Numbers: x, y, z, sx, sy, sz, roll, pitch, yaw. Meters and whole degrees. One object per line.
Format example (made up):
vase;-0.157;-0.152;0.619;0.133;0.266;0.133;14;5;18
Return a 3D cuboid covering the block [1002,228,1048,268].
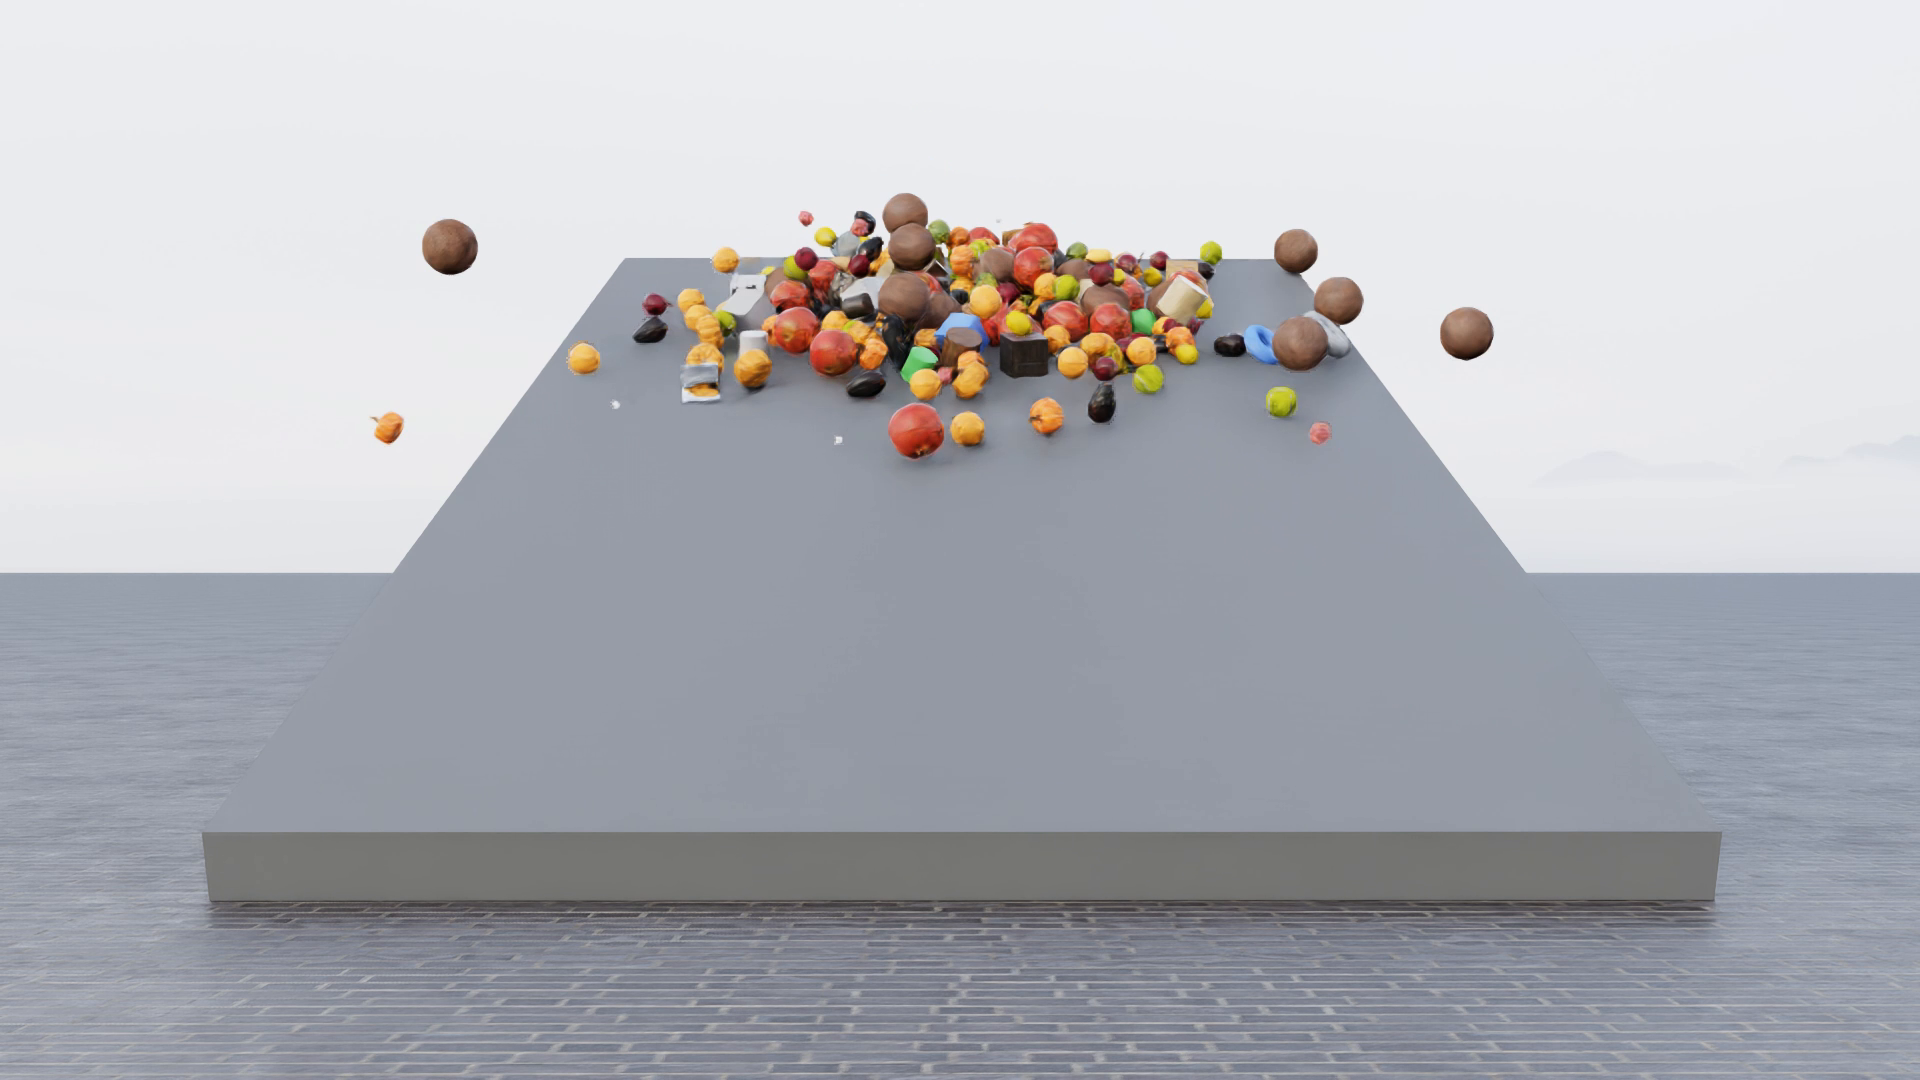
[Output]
block;0.193;-0.869;6.648;0.096;0.096;0.096;-15;23;-39

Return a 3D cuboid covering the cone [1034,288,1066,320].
cone;0.240;-0.632;5.939;0.083;0.083;0.083;0;18;0

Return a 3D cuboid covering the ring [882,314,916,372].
ring;-0.144;-0.471;5.342;0.049;0.147;0.147;-18;-5;12

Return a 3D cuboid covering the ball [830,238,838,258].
ball;-0.358;-0.884;6.763;0.069;0.069;0.069;0;-1;0

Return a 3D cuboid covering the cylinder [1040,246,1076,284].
cylinder;0.273;-0.780;6.341;0.077;0.077;0.077;1;41;-48

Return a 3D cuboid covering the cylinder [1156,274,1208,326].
cylinder;0.493;-0.530;4.953;0.082;0.082;0.082;33;16;-11

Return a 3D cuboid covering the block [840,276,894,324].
block;-0.234;-0.614;5.722;0.086;0.086;0.086;-32;-11;39

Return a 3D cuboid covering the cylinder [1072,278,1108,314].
cylinder;0.337;-0.634;5.814;0.074;0.074;0.074;18;0;0

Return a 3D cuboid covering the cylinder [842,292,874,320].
cylinder;-0.256;-0.586;5.608;0.057;0.057;0.057;-13;-6;27

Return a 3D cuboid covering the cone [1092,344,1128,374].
cone;0.348;-0.418;5.353;0.080;0.080;0.080;-24;-9;19

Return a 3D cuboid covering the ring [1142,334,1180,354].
ring;0.502;-0.489;5.581;0.098;0.033;0.098;1;19;0

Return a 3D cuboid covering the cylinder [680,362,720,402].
cylinder;-0.592;-0.358;5.082;0.085;0.085;0.085;-3;0;-7

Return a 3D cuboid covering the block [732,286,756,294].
block;-0.565;-0.625;5.895;0.060;0.060;0.060;-5;-46;12

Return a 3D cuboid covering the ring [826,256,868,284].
ring;-0.311;-0.729;6.179;0.134;0.045;0.134;22;-33;15

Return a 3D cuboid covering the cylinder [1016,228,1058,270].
cylinder;0.213;-0.812;6.228;0.085;0.085;0.085;-33;13;9

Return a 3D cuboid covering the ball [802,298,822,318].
ball;-0.393;-0.617;5.935;0.054;0.054;0.054;0;-1;0

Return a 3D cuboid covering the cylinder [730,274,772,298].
cylinder;-0.564;-0.671;6.034;0.093;0.093;0.093;1;-1;6

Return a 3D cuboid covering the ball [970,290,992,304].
ball;0.047;-0.622;5.914;0.074;0.074;0.074;0;-1;0

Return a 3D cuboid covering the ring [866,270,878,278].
ring;-0.246;-0.754;6.405;0.078;0.026;0.078;3;19;-1

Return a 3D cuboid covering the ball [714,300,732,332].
ball;-0.594;-0.577;5.768;0.081;0.081;0.081;0;-1;0

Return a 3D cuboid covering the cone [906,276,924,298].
cone;-0.115;-0.691;6.191;0.067;0.067;0.067;0;-7;29

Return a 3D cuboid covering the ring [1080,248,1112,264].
ring;0.406;-0.849;6.688;0.101;0.034;0.101;-1;17;0

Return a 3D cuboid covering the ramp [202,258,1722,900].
ramp;-0.003;-0.186;4.859;2.000;0.100;4.000;0;18;0

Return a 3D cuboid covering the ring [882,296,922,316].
ring;-0.146;-0.587;5.618;0.108;0.036;0.108;-13;7;2

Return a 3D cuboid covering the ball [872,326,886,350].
ball;-0.191;-0.505;5.589;0.056;0.056;0.056;0;-1;0

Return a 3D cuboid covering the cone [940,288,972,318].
cone;-0.029;-0.622;5.843;0.093;0.093;0.093;0;-7;27

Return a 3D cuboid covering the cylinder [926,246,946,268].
cylinder;-0.074;-0.800;6.361;0.059;0.059;0.059;-12;1;0

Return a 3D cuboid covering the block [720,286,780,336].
block;-0.535;-0.576;5.692;0.090;0.090;0.090;14;-33;37

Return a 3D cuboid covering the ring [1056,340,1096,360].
ring;0.283;-0.464;5.468;0.097;0.032;0.097;-12;0;0

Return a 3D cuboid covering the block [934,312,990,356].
block;0.005;-0.489;5.415;0.082;0.082;0.082;11;-38;39

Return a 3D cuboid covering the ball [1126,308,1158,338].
ball;0.463;-0.550;5.687;0.077;0.077;0.077;0;-1;0

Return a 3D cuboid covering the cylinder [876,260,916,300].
cylinder;-0.176;-0.711;6.106;0.080;0.080;0.080;32;-18;-31

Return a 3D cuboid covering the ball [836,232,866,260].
ball;-0.326;-0.875;6.670;0.091;0.091;0.091;0;-1;0

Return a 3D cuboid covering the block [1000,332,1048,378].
block;0.153;-0.443;5.346;0.089;0.089;0.089;-6;19;-17

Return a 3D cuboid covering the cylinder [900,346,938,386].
cylinder;-0.096;-0.407;5.232;0.066;0.066;0.066;19;33;-13

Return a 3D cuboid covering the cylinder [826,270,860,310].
cylinder;-0.296;-0.657;5.948;0.094;0.094;0.094;17;-4;-12

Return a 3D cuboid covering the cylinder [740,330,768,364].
cylinder;-0.504;-0.470;5.455;0.069;0.069;0.069;1;19;0

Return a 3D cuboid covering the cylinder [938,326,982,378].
cylinder;0.001;-0.447;5.316;0.088;0.088;0.088;10;36;-8

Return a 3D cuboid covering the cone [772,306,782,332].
cone;-0.503;-0.575;5.772;0.071;0.071;0.071;9;2;14

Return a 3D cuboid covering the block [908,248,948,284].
block;-0.090;-0.752;6.207;0.067;0.067;0.067;53;9;36

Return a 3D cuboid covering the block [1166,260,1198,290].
block;0.616;-0.728;6.229;0.087;0.087;0.087;2;18;5

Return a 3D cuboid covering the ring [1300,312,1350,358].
ring;0.886;-0.498;5.421;0.048;0.144;0.144;-48;-23;21

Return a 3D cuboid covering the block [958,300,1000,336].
block;0.049;-0.566;5.744;0.076;0.076;0.076;17;25;41

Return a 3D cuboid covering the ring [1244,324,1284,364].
ring;0.741;-0.476;5.454;0.116;0.116;0.039;1;-38;-42

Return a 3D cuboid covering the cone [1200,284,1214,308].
cone;0.661;-0.666;6.076;0.063;0.063;0.063;0;18;0

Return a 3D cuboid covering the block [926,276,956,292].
block;-0.053;-0.690;6.154;0.058;0.058;0.058;-12;22;-33
